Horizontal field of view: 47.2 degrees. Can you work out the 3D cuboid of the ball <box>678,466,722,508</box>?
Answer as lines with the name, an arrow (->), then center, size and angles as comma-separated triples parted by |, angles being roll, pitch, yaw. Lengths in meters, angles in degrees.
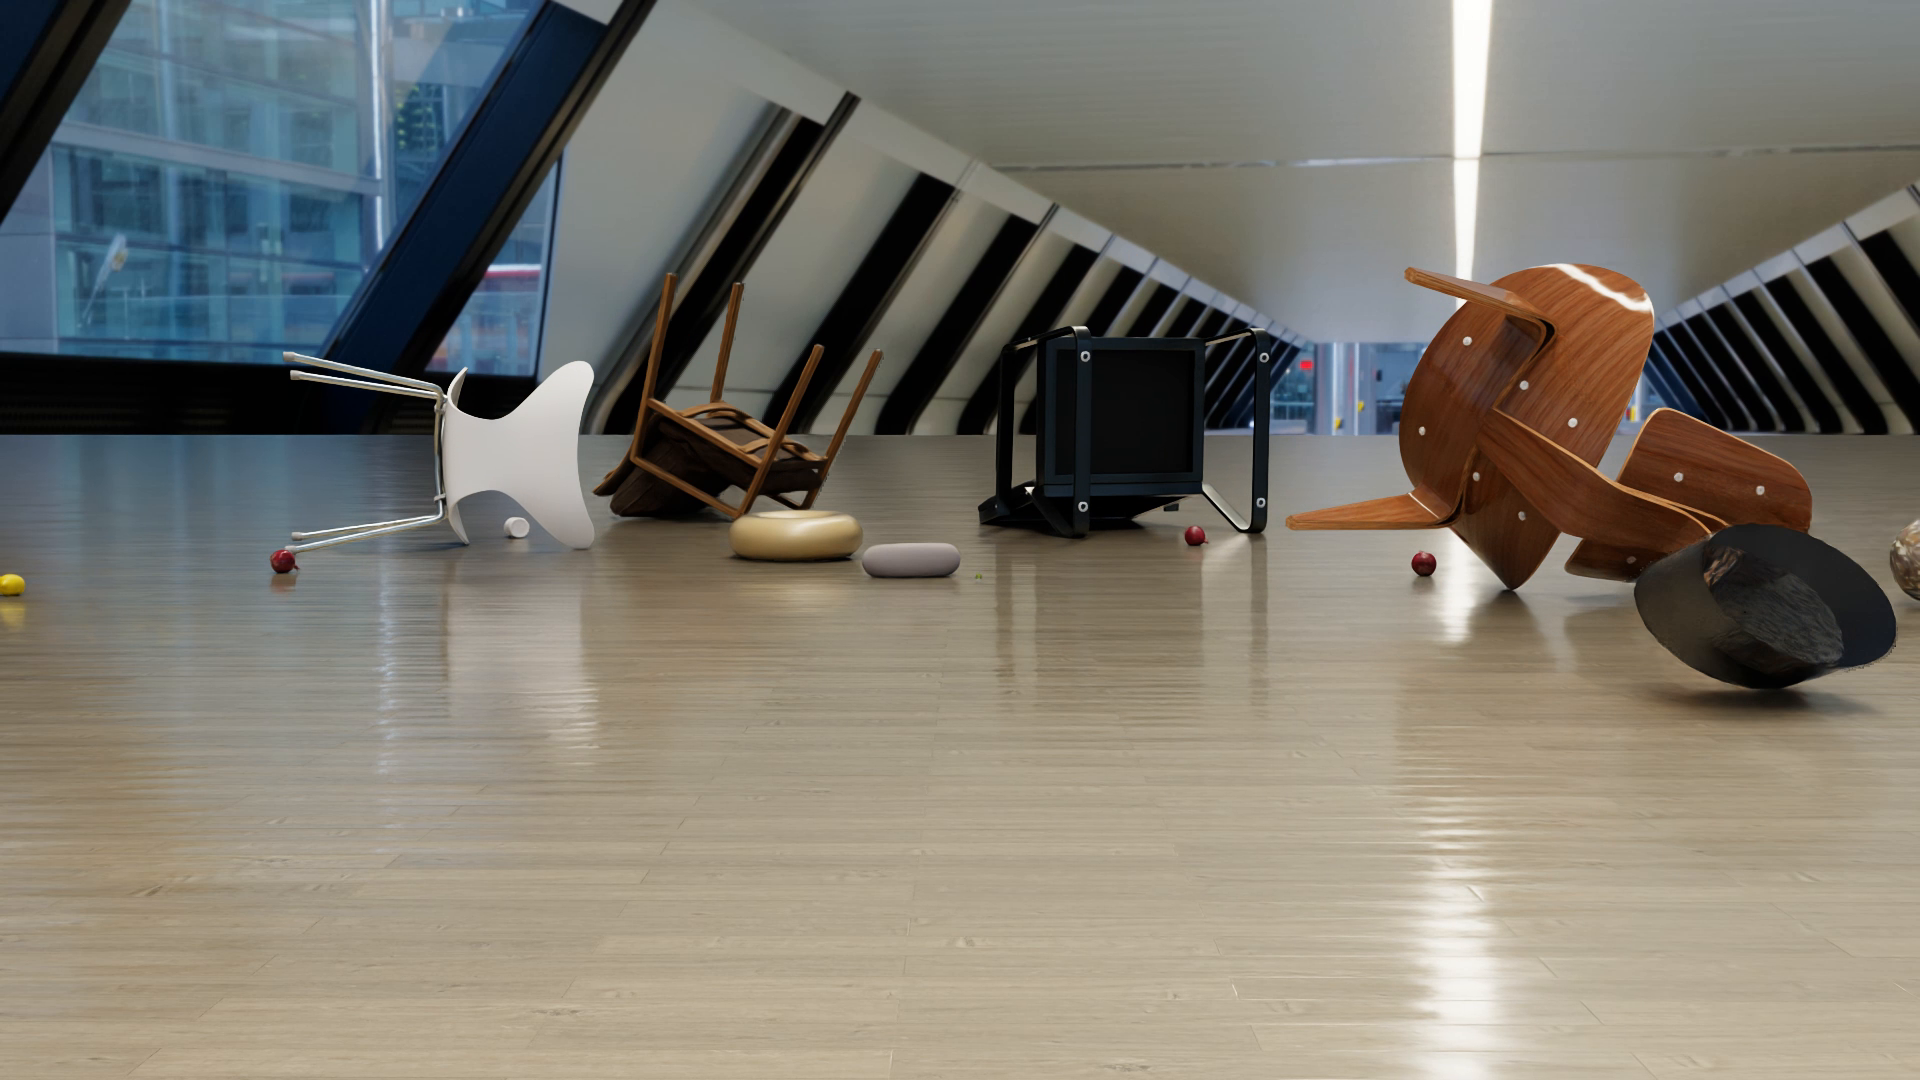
ball -> -0.978, -0.198, 8.257 | 0.160, 0.160, 0.160 | 0, 4, 0

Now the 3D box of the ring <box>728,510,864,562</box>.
ring -> -0.440, -0.012, 5.890 | 0.361, 0.115, 0.451 | -2, 5, -11

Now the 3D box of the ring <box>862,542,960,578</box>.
ring -> -0.117, 0.048, 5.281 | 0.241, 0.078, 0.125 | -2, 2, -11

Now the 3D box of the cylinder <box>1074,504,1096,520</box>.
cylinder -> 0.428, -0.094, 7.540 | 0.066, 0.051, 0.048 | 3, 1, -42

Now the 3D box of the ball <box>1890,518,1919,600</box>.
ball -> 2.037, 0.041, 4.577 | 0.188, 0.188, 0.188 | 0, 4, 0

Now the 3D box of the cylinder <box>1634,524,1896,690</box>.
cylinder -> 1.156, 0.100, 3.176 | 0.291, 0.171, 0.261 | 27, -11, 2
